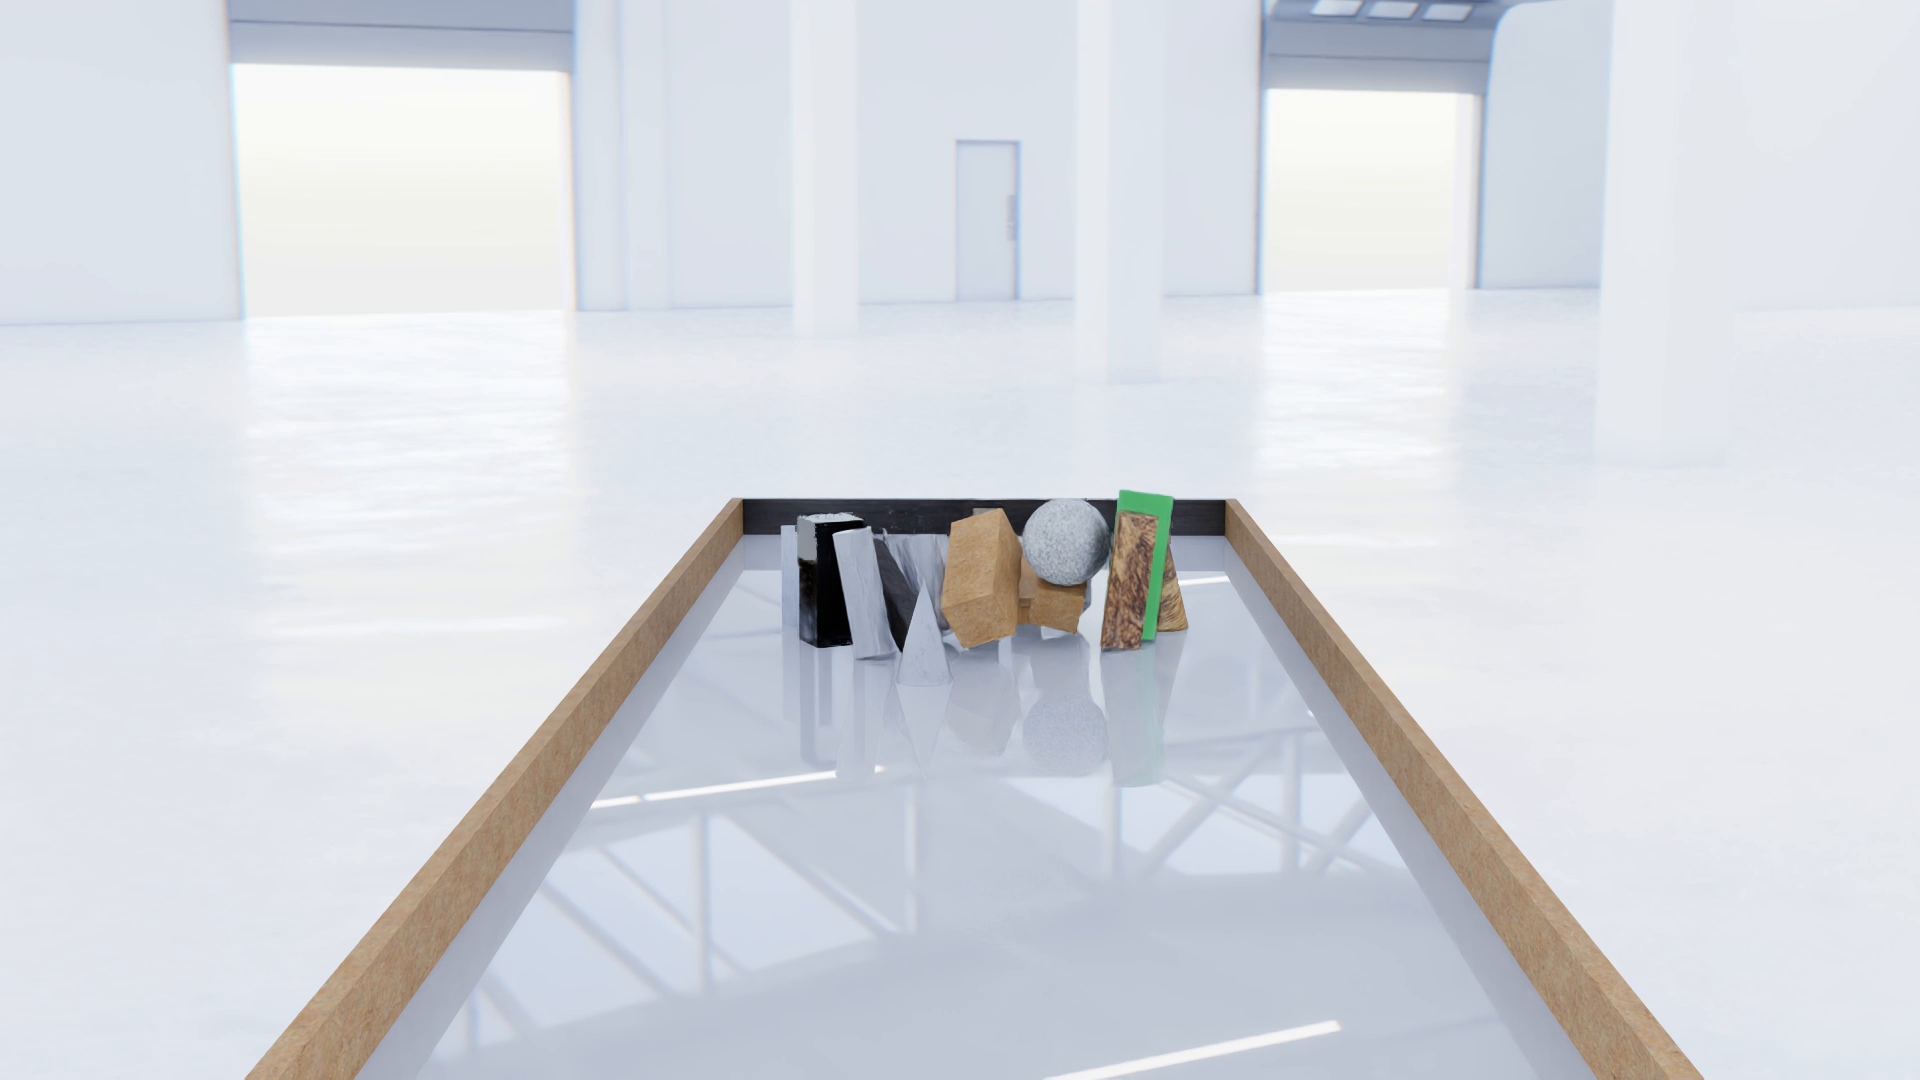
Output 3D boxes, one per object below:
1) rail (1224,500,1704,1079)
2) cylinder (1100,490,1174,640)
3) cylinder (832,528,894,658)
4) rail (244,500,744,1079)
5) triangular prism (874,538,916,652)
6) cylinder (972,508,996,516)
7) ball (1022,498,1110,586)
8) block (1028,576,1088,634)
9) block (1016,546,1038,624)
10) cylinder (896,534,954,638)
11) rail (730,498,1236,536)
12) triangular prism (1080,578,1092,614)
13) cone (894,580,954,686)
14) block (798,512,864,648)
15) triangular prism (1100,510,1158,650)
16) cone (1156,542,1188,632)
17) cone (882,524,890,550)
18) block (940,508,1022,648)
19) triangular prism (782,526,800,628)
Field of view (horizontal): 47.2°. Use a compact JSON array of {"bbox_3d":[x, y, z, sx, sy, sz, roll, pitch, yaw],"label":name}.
[{"bbox_3d":[1.046,0.843,3.208,0.050,0.150,12.000,0,9,1],"label":"rail"},{"bbox_3d":[0.563,0.078,6.989,0.174,0.456,0.174,7,3,0],"label":"cylinder"},{"bbox_3d":[-0.296,0.160,6.728,0.120,0.383,0.120,-10,4,1],"label":"cylinder"},{"bbox_3d":[-1.004,0.839,3.234,0.050,0.150,12.000,0,9,1],"label":"rail"},{"bbox_3d":[-0.226,0.151,6.853,0.123,0.106,0.445,-30,50,-1],"label":"triangular prism"},{"bbox_3d":[0.083,0.086,7.231,0.100,0.373,0.100,2,-6,0],"label":"cylinder"},{"bbox_3d":[0.339,0.005,6.977,0.280,0.280,0.280,0,9,0],"label":"ball"},{"bbox_3d":[0.334,0.128,7.173,0.157,0.157,0.319,12,40,2],"label":"block"},{"bbox_3d":[0.212,0.145,7.392,0.101,0.101,0.363,0,29,-3],"label":"block"},{"bbox_3d":[-0.103,0.149,6.975,0.133,0.315,0.133,-13,-12,-3],"label":"cylinder"},{"bbox_3d":[0.099,-0.098,9.147,2.100,0.150,0.050,0,9,1],"label":"rail"},{"bbox_3d":[0.371,0.090,7.408,0.092,0.106,0.432,33,31,-20],"label":"triangular prism"},{"bbox_3d":[-0.105,0.258,6.403,0.174,0.307,0.174,0,9,0],"label":"cone"},{"bbox_3d":[-0.406,0.126,6.947,0.161,0.396,0.161,-5,10,-25],"label":"block"},{"bbox_3d":[0.500,0.119,6.864,0.143,0.420,0.123,5,6,-25],"label":"triangular prism"},{"bbox_3d":[0.662,0.105,7.187,0.176,0.364,0.176,0,9,0],"label":"cone"},{"bbox_3d":[-0.245,0.113,7.206,0.103,0.342,0.103,0,9,0],"label":"cone"},{"bbox_3d":[0.072,0.118,6.951,0.176,0.176,0.429,-17,35,18],"label":"block"},{"bbox_3d":[-0.498,0.117,7.230,0.119,0.326,0.137,-7,11,-37],"label":"triangular prism"}]
